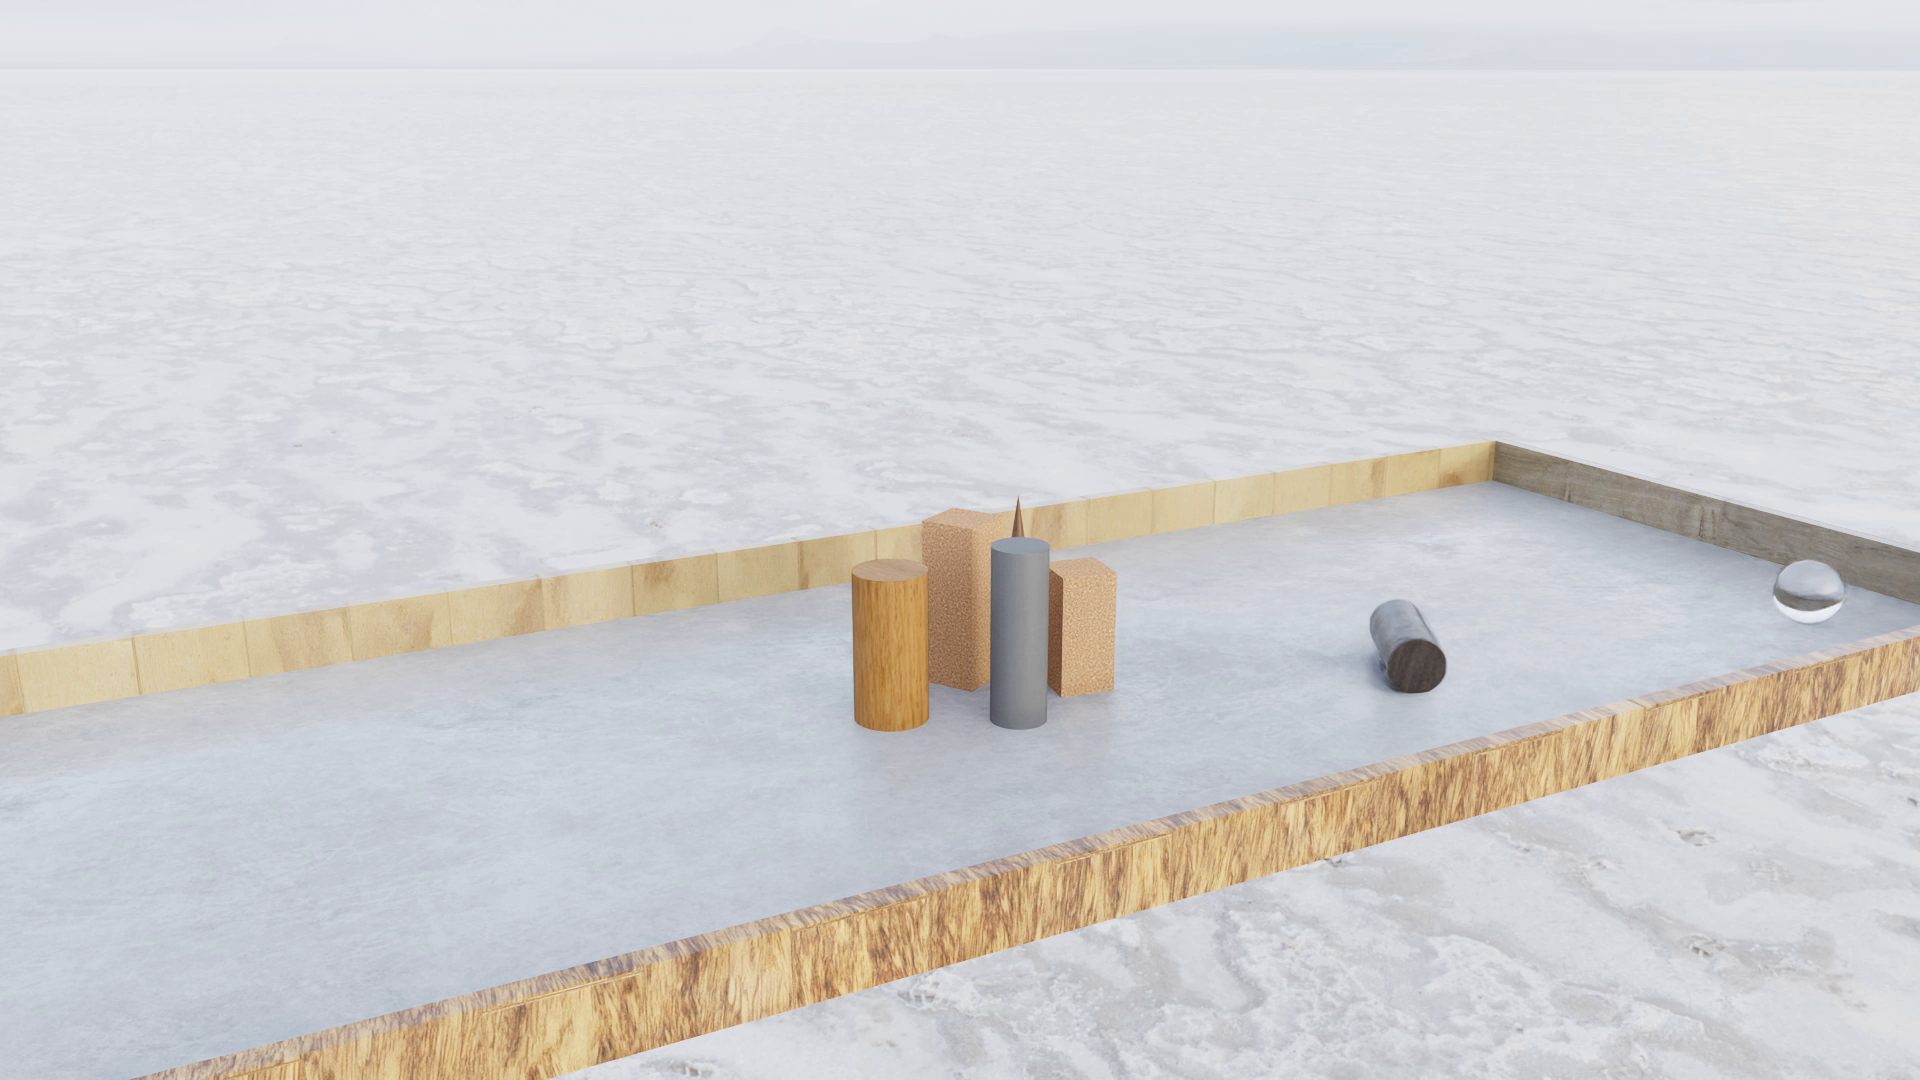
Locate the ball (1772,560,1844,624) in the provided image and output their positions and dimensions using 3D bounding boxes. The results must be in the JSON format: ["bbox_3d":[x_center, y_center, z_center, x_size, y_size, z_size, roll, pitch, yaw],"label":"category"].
[{"bbox_3d":[2.344,0.143,4.555,0.176,0.176,0.176,0,16,0],"label":"ball"}]

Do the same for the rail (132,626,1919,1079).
[{"bbox_3d":[-2.336,1.006,1.665,12.000,0.150,0.050,-9,18,-27],"label":"rail"}]

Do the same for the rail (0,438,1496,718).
[{"bbox_3d":[-3.305,0.497,3.399,12.000,0.150,0.050,-9,18,-27],"label":"rail"}]

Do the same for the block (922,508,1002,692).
[{"bbox_3d":[0.006,0.147,4.112,0.144,0.419,0.144,10,19,31],"label":"block"}]

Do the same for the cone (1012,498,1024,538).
[{"bbox_3d":[0.152,0.079,4.345,0.126,0.417,0.126,0,16,0],"label":"cone"}]

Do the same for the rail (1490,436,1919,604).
[{"bbox_3d":[2.466,-0.048,5.253,0.050,0.150,2.100,-9,18,-27],"label":"rail"}]

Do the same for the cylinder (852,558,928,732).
[{"bbox_3d":[-0.162,0.245,3.871,0.178,0.367,0.178,0,16,0],"label":"cylinder"}]

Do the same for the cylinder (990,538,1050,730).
[{"bbox_3d":[0.139,0.218,3.852,0.136,0.429,0.136,0,16,0],"label":"cylinder"}]

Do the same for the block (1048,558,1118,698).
[{"bbox_3d":[0.291,0.214,4.085,0.140,0.305,0.140,-6,17,-18],"label":"block"}]

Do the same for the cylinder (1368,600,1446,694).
[{"bbox_3d":[1.135,0.267,4.195,0.141,0.141,0.314,1,16,5],"label":"cylinder"}]
